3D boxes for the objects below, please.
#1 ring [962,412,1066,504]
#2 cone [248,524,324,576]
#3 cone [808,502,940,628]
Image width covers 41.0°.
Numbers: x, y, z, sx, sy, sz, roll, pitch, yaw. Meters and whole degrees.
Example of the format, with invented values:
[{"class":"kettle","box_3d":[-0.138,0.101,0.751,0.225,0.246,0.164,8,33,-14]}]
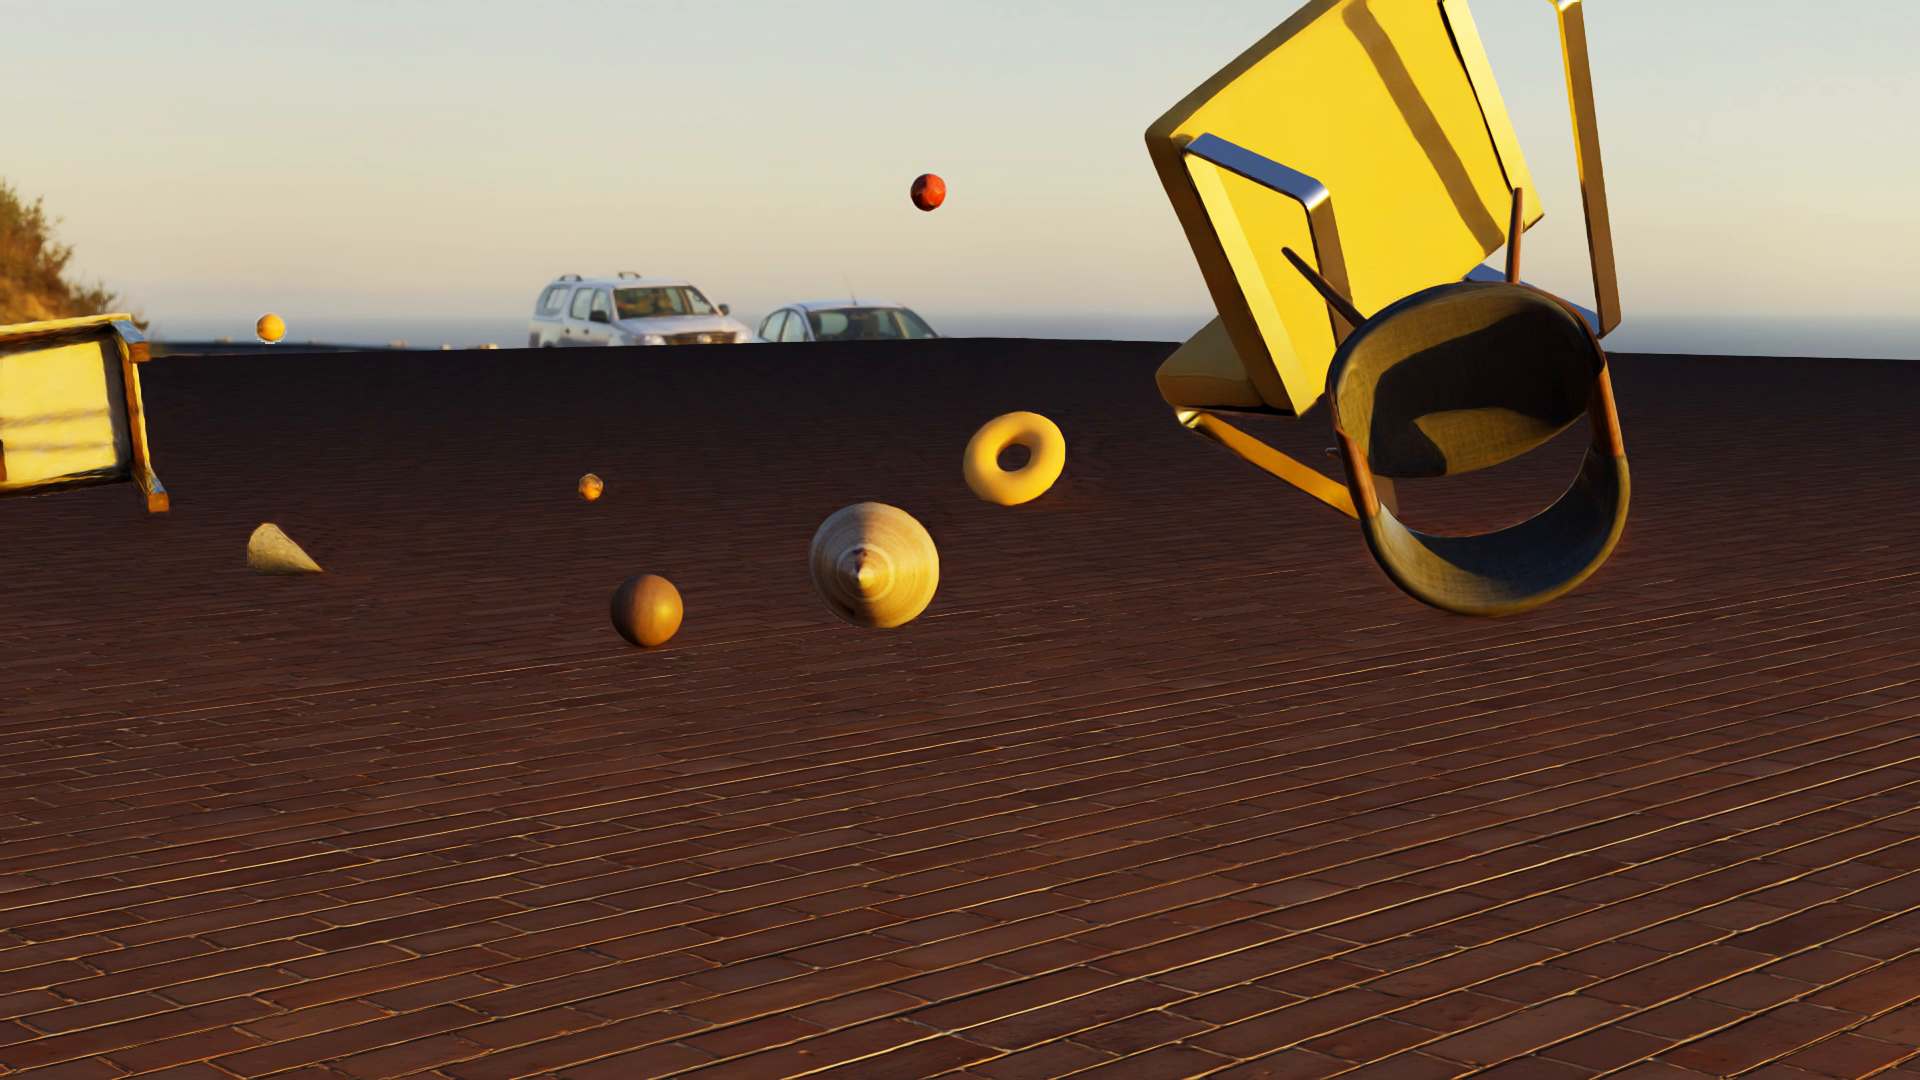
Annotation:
[{"class":"ring","box_3d":[0.156,-0.237,7.418,0.289,0.313,0.080,40,-14,28]},{"class":"cone","box_3d":[-1.447,0.045,5.585,0.156,0.110,0.146,19,-26,20]},{"class":"cone","box_3d":[-0.173,0.058,4.712,0.250,0.236,0.144,21,11,6]}]
